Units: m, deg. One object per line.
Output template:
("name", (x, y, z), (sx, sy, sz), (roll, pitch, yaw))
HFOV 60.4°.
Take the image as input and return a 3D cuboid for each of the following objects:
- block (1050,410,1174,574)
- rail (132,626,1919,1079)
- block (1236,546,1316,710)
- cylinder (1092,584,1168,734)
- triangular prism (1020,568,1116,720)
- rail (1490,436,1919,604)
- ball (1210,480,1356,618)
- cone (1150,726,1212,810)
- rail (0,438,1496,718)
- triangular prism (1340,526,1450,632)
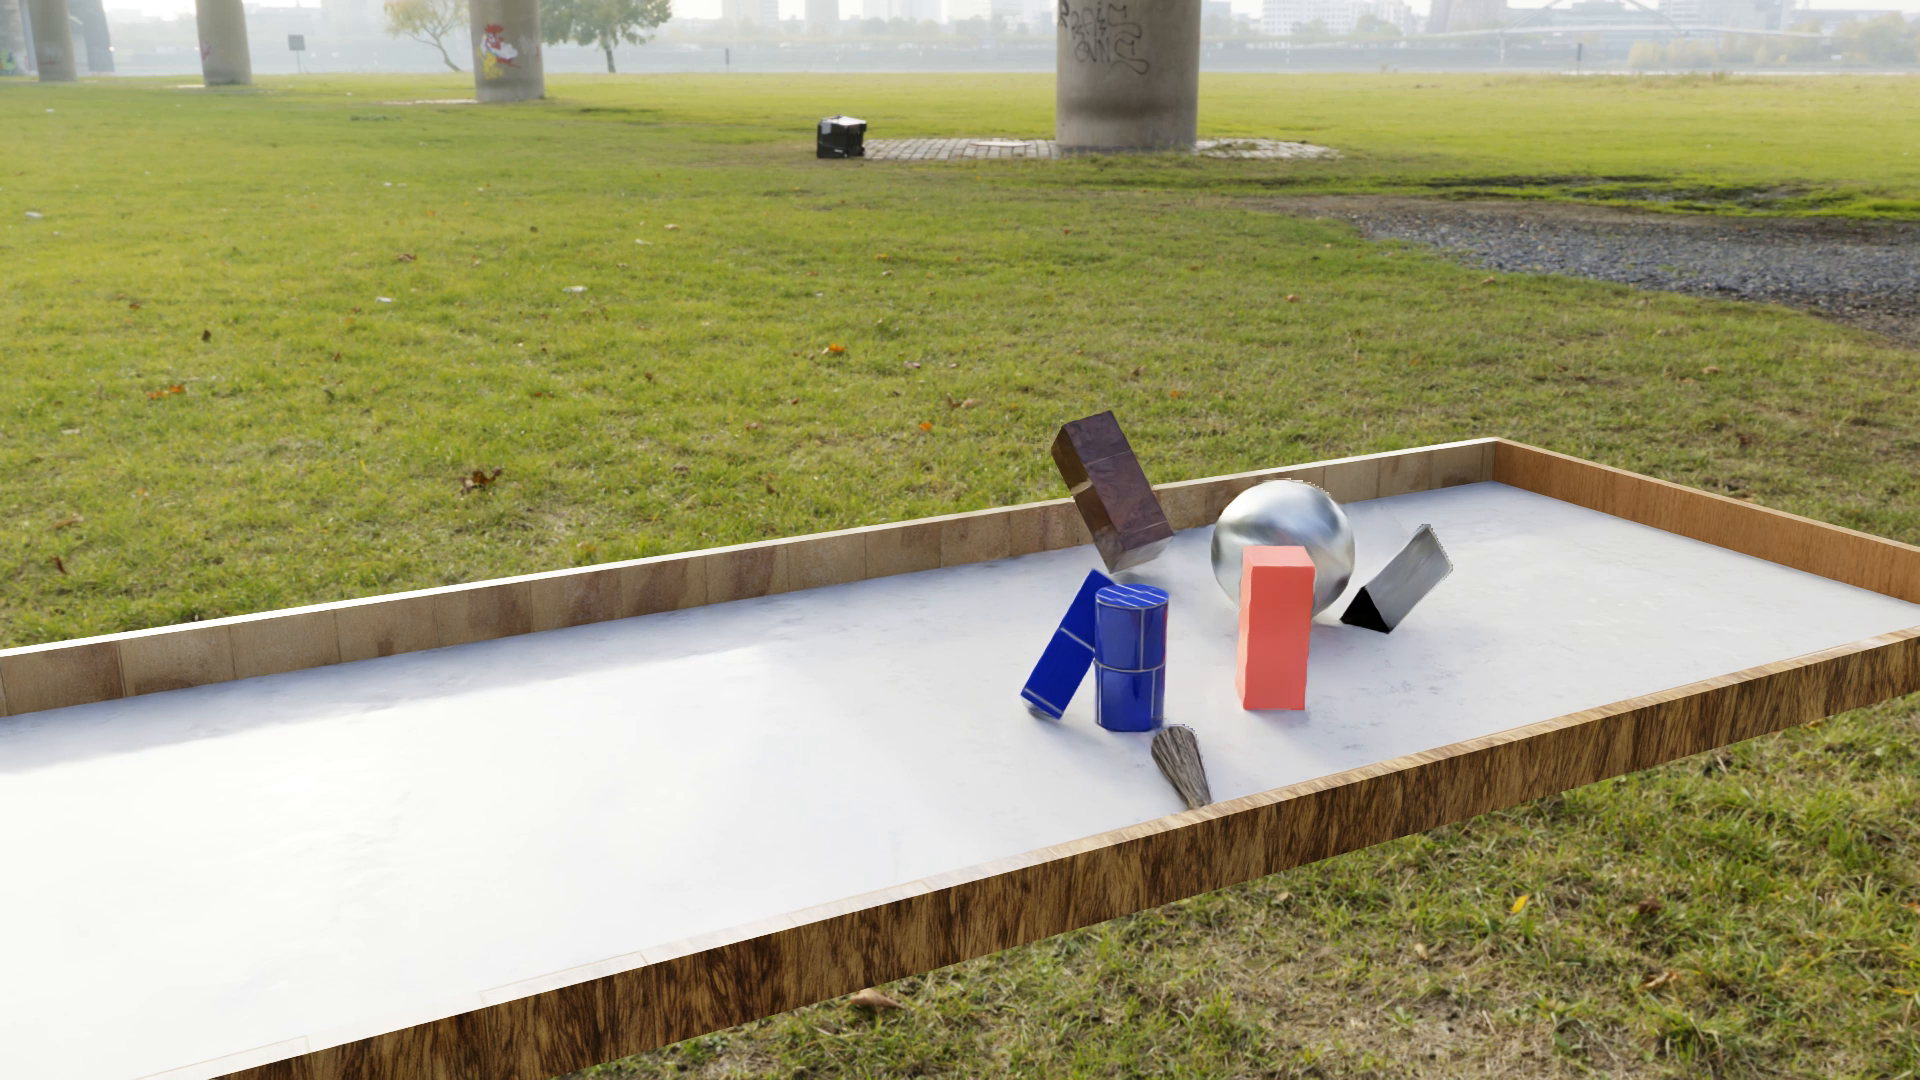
("block", (0.457, -0.147, 4.999), (0.167, 0.443, 0.167), (-18, -20, -20))
("rail", (-2.336, 1.006, 1.665), (12.000, 0.150, 0.050), (-9, 18, -27))
("block", (0.756, 0.212, 3.973), (0.146, 0.366, 0.146), (1, 18, 1))
("cylinder", (0.399, 0.276, 3.866), (0.169, 0.310, 0.169), (0, 16, 0))
("triangular prism", (0.263, 0.250, 3.969), (0.114, 0.359, 0.099), (34, -14, -12))
("rail", (2.466, -0.048, 5.253), (0.050, 0.150, 2.100), (-9, 18, -27))
("ball", (0.889, 0.033, 4.546), (0.393, 0.393, 0.393), (0, 16, 0))
("cone", (0.496, 0.543, 3.414), (0.103, 0.103, 0.459), (-2, 23, -6))
("rail", (-3.305, 0.497, 3.399), (12.000, 0.150, 0.050), (-9, 18, -27))
("triangular prism", (1.224, 0.098, 4.629), (0.147, 0.127, 0.399), (14, 34, 37))
